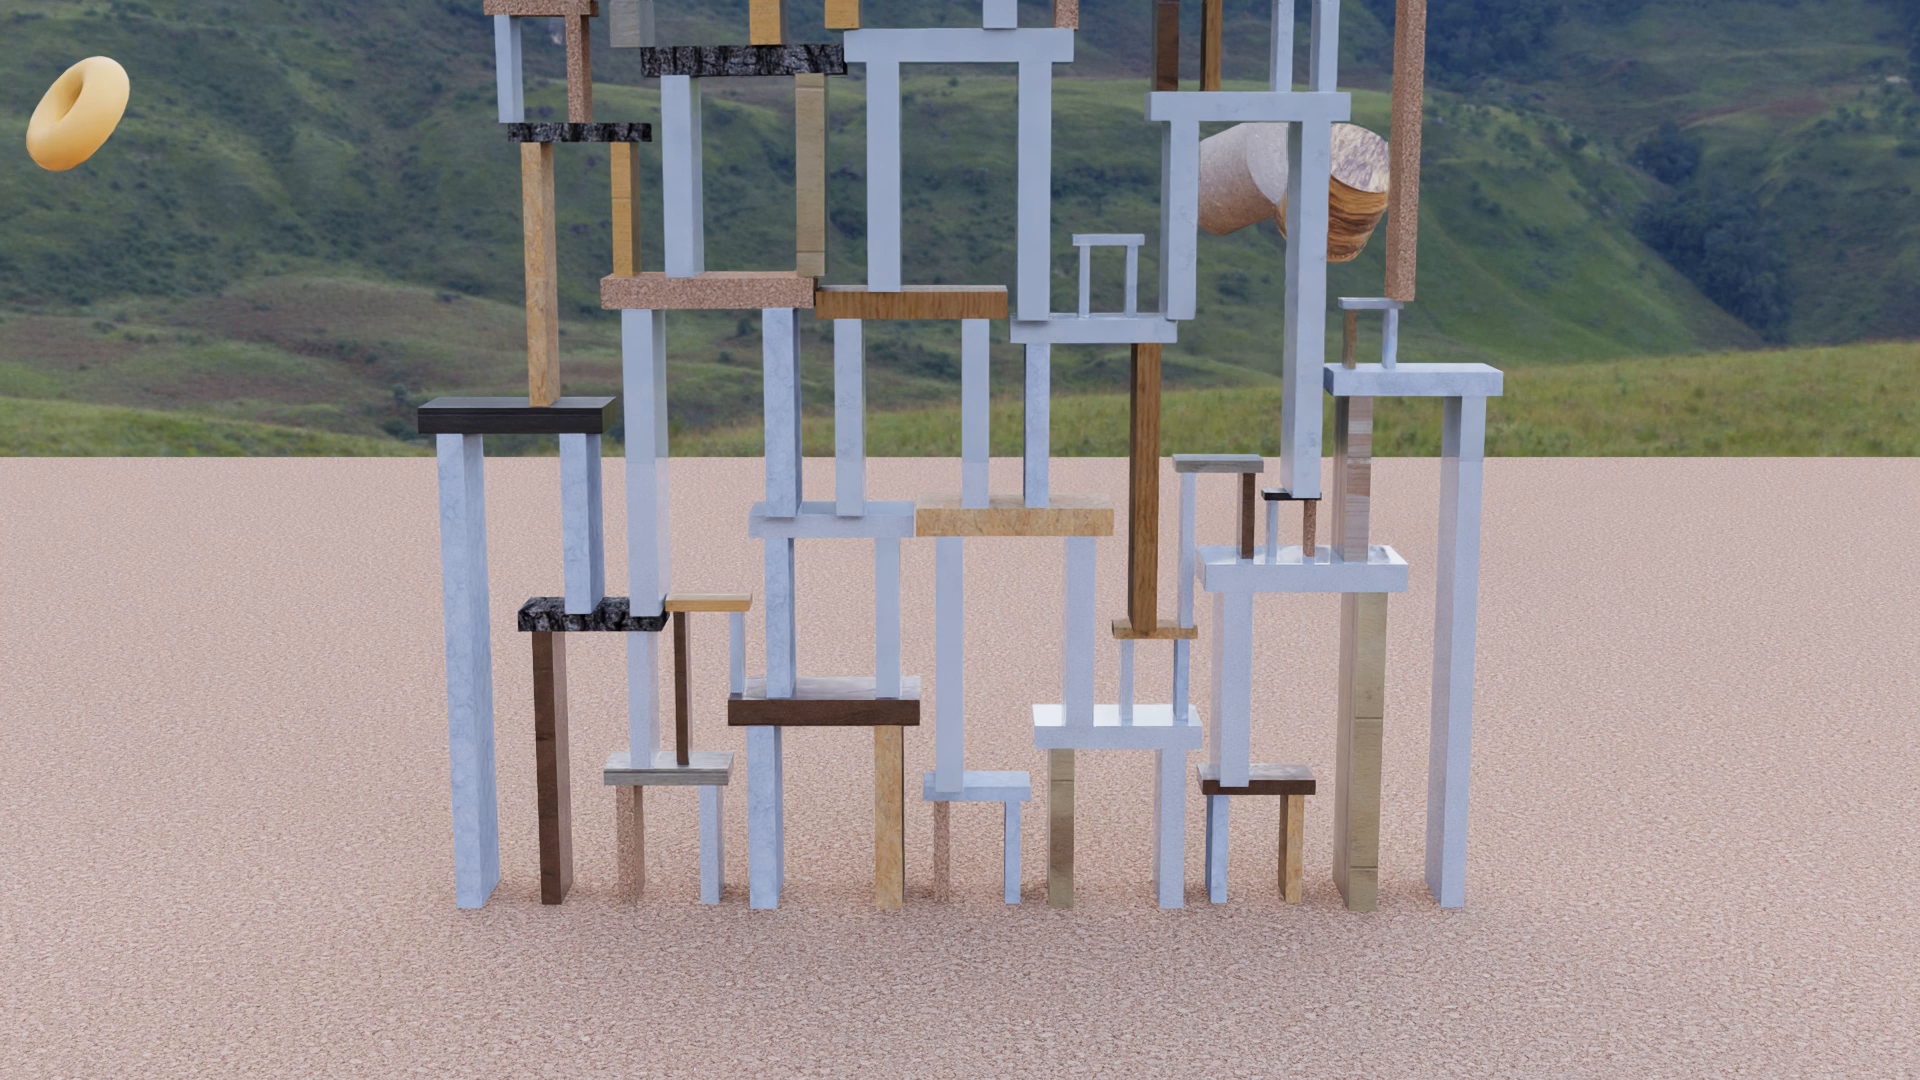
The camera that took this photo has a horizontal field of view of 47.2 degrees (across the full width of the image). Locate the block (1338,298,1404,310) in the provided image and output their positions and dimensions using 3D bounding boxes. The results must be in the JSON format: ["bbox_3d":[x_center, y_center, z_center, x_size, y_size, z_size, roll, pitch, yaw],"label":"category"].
[{"bbox_3d":[0.651,-0.375,3.486,0.095,0.014,0.048,0,11,0],"label":"block"}]

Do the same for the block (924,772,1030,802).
[{"bbox_3d":[0.028,0.406,3.630,0.175,0.025,0.088,0,11,0],"label":"block"}]

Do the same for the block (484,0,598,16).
[{"bbox_3d":[-0.647,-0.823,3.403,0.163,0.023,0.081,0,11,0],"label":"block"}]

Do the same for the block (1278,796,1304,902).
[{"bbox_3d":[0.550,0.499,3.654,0.026,0.185,0.092,0,11,0],"label":"block"}]

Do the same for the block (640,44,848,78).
[{"bbox_3d":[-0.333,-0.745,3.422,0.307,0.043,0.153,-1,11,0],"label":"block"}]

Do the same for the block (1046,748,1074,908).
[{"bbox_3d":[0.166,0.458,3.642,0.038,0.270,0.135,0,11,0],"label":"block"}]

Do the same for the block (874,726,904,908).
[{"bbox_3d":[-0.116,0.437,3.645,0.044,0.309,0.154,0,11,0],"label":"block"}]

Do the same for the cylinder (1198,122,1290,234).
[{"bbox_3d":[0.849,-1.084,6.525,0.288,0.288,0.288,-9,-4,-39],"label":"cylinder"}]

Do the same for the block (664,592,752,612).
[{"bbox_3d":[-0.408,0.100,3.583,0.135,0.019,0.068,0,11,0],"label":"block"}]

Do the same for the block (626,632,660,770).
[{"bbox_3d":[-0.518,0.249,3.609,0.033,0.230,0.115,0,11,0],"label":"block"}]

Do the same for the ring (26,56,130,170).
[{"bbox_3d":[-1.995,-0.964,4.972,0.292,0.292,0.097,10,-21,44],"label":"ring"}]

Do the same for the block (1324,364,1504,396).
[{"bbox_3d":[0.719,-0.257,3.513,0.265,0.038,0.133,0,11,0],"label":"block"}]

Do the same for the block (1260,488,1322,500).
[{"bbox_3d":[0.535,-0.074,3.550,0.092,0.013,0.046,0,11,1],"label":"block"}]

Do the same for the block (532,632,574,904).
[{"bbox_3d":[-0.672,0.363,3.630,0.033,0.461,0.115,0,11,0],"label":"block"}]

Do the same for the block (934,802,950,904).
[{"bbox_3d":[-0.030,0.504,3.649,0.025,0.175,0.088,0,11,0],"label":"block"}]

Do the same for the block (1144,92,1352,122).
[{"bbox_3d":[0.445,-0.676,3.434,0.304,0.043,0.152,0,11,1],"label":"block"}]

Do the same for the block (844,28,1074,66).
[{"bbox_3d":[-0.002,-0.767,3.421,0.348,0.049,0.174,0,11,0],"label":"block"}]

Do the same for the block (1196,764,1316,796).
[{"bbox_3d":[0.488,0.395,3.635,0.185,0.026,0.092,0,11,0],"label":"block"}]

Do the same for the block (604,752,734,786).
[{"bbox_3d":[-0.479,0.377,3.630,0.203,0.029,0.101,0,11,0],"label":"block"}]

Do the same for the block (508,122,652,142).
[{"bbox_3d":[-0.593,-0.638,3.441,0.207,0.029,0.104,0,11,0],"label":"block"}]

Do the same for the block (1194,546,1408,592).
[{"bbox_3d":[0.550,0.046,3.565,0.320,0.045,0.160,0,11,0],"label":"block"}]

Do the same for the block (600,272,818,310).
[{"bbox_3d":[-0.392,-0.396,3.480,0.328,0.046,0.164,0,11,-1],"label":"block"}]

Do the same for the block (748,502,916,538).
[{"bbox_3d":[-0.205,-0.034,3.555,0.263,0.037,0.131,0,11,0],"label":"block"}]

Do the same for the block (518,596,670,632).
[{"bbox_3d":[-0.595,0.121,3.584,0.230,0.033,0.115,0,11,0],"label":"block"}]

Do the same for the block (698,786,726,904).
[{"bbox_3d":[-0.412,0.490,3.651,0.029,0.202,0.101,0,11,0],"label":"block"}]

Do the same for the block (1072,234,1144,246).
[{"bbox_3d":[0.233,-0.474,3.474,0.112,0.016,0.056,0,11,0],"label":"block"}]

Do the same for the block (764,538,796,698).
[{"bbox_3d":[-0.292,0.114,3.583,0.037,0.263,0.131,0,11,0],"label":"block"}]

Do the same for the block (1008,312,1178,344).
[{"bbox_3d":[0.209,-0.338,3.496,0.260,0.037,0.130,0,11,0],"label":"block"}]

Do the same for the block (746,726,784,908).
[{"bbox_3d":[-0.322,0.437,3.645,0.044,0.309,0.154,0,11,0],"label":"block"}]

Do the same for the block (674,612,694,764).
[{"bbox_3d":[-0.454,0.235,3.610,0.019,0.256,0.067,0,10,0],"label":"block"}]

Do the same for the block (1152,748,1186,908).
[{"bbox_3d":[0.346,0.458,3.642,0.038,0.270,0.135,0,11,0],"label":"block"}]

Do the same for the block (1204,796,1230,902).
[{"bbox_3d":[0.427,0.499,3.654,0.026,0.185,0.092,0,11,0],"label":"block"}]

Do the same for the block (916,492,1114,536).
[{"bbox_3d":[0.087,-0.042,3.551,0.312,0.044,0.156,0,11,0],"label":"block"}]

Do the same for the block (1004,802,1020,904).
[{"bbox_3d":[0.087,0.504,3.649,0.025,0.176,0.088,0,11,0],"label":"block"}]

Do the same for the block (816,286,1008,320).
[{"bbox_3d":[-0.075,-0.378,3.486,0.299,0.042,0.149,0,11,0],"label":"block"}]

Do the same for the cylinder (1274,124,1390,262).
[{"bbox_3d":[1.075,-0.985,6.245,0.277,0.277,0.277,10,50,-12],"label":"cylinder"}]

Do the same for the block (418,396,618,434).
[{"bbox_3d":[-0.706,-0.200,3.523,0.290,0.041,0.145,0,11,0],"label":"block"}]

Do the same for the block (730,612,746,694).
[{"bbox_3d":[-0.363,0.176,3.596,0.019,0.135,0.068,0,11,0],"label":"block"}]

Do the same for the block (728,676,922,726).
[{"bbox_3d":[-0.219,0.264,3.613,0.309,0.044,0.154,0,11,0],"label":"block"}]

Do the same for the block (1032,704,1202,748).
[{"bbox_3d":[0.256,0.306,3.614,0.270,0.038,0.135,0,11,0],"label":"block"}]

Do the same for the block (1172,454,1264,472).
[{"bbox_3d":[0.414,-0.123,3.532,0.140,0.020,0.070,0,10,0],"label":"block"}]

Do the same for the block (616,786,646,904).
[{"bbox_3d":[-0.547,0.490,3.651,0.029,0.203,0.101,0,11,0],"label":"block"}]

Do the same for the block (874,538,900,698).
[{"bbox_3d":[-0.117,0.114,3.583,0.037,0.263,0.131,0,11,0],"label":"block"}]

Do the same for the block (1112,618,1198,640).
[{"bbox_3d":[0.317,0.145,3.585,0.135,0.019,0.068,0,10,0],"label":"block"}]
